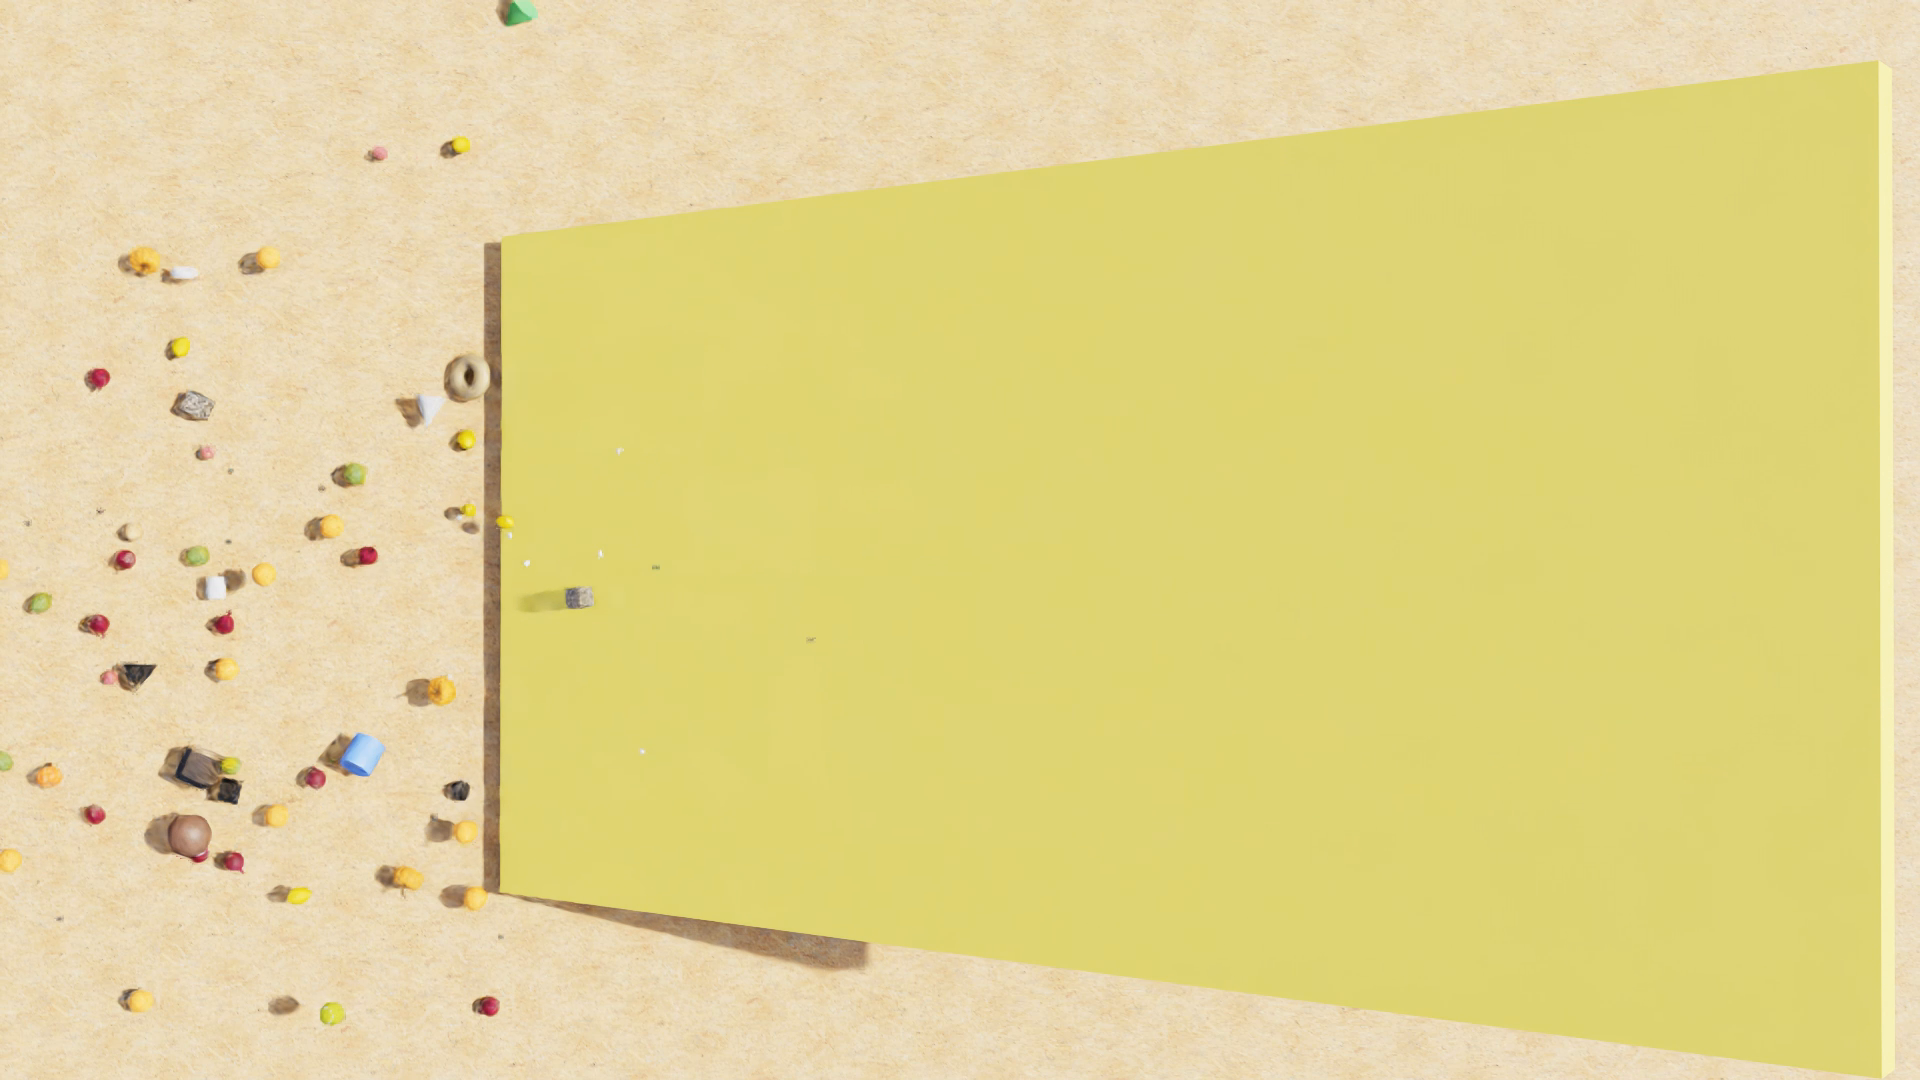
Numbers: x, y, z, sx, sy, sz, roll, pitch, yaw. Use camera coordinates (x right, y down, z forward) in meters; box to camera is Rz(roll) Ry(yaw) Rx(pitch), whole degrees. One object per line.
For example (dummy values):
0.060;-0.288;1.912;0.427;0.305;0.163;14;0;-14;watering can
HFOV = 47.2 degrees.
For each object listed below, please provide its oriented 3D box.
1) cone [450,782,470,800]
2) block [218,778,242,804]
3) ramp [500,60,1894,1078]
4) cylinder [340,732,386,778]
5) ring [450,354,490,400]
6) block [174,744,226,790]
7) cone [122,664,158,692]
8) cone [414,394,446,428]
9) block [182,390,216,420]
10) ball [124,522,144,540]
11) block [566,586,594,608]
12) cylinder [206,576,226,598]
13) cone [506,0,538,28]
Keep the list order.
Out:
-1.520;0.773;6.730;0.061;0.061;0.061;-2;93;-27;cone
-2.238;0.769;6.744;0.059;0.059;0.059;15;95;-15;block
0.233;0.065;5.553;4.000;0.100;2.000;0;89;37;ramp
-1.818;0.655;6.693;0.099;0.099;0.099;25;62;0;cylinder
-1.502;-0.500;6.748;0.145;0.048;0.145;-1;88;28;ring
-2.326;0.695;6.735;0.098;0.098;0.098;24;90;0;block
-2.509;0.403;6.763;0.098;0.098;0.098;-27;90;-26;cone
-1.624;-0.390;6.722;0.097;0.097;0.097;6;91;0;cone
-2.341;-0.415;6.757;0.064;0.064;0.064;27;90;5;block
-2.540;-0.026;6.760;0.058;0.058;0.058;0;90;0;ball
-1.117;0.169;6.461;0.056;0.056;0.056;-12;82;36;block
-2.285;0.145;6.753;0.063;0.063;0.063;2;92;0;cylinder
-1.368;-1.612;6.773;0.099;0.099;0.099;-39;90;24;cone
